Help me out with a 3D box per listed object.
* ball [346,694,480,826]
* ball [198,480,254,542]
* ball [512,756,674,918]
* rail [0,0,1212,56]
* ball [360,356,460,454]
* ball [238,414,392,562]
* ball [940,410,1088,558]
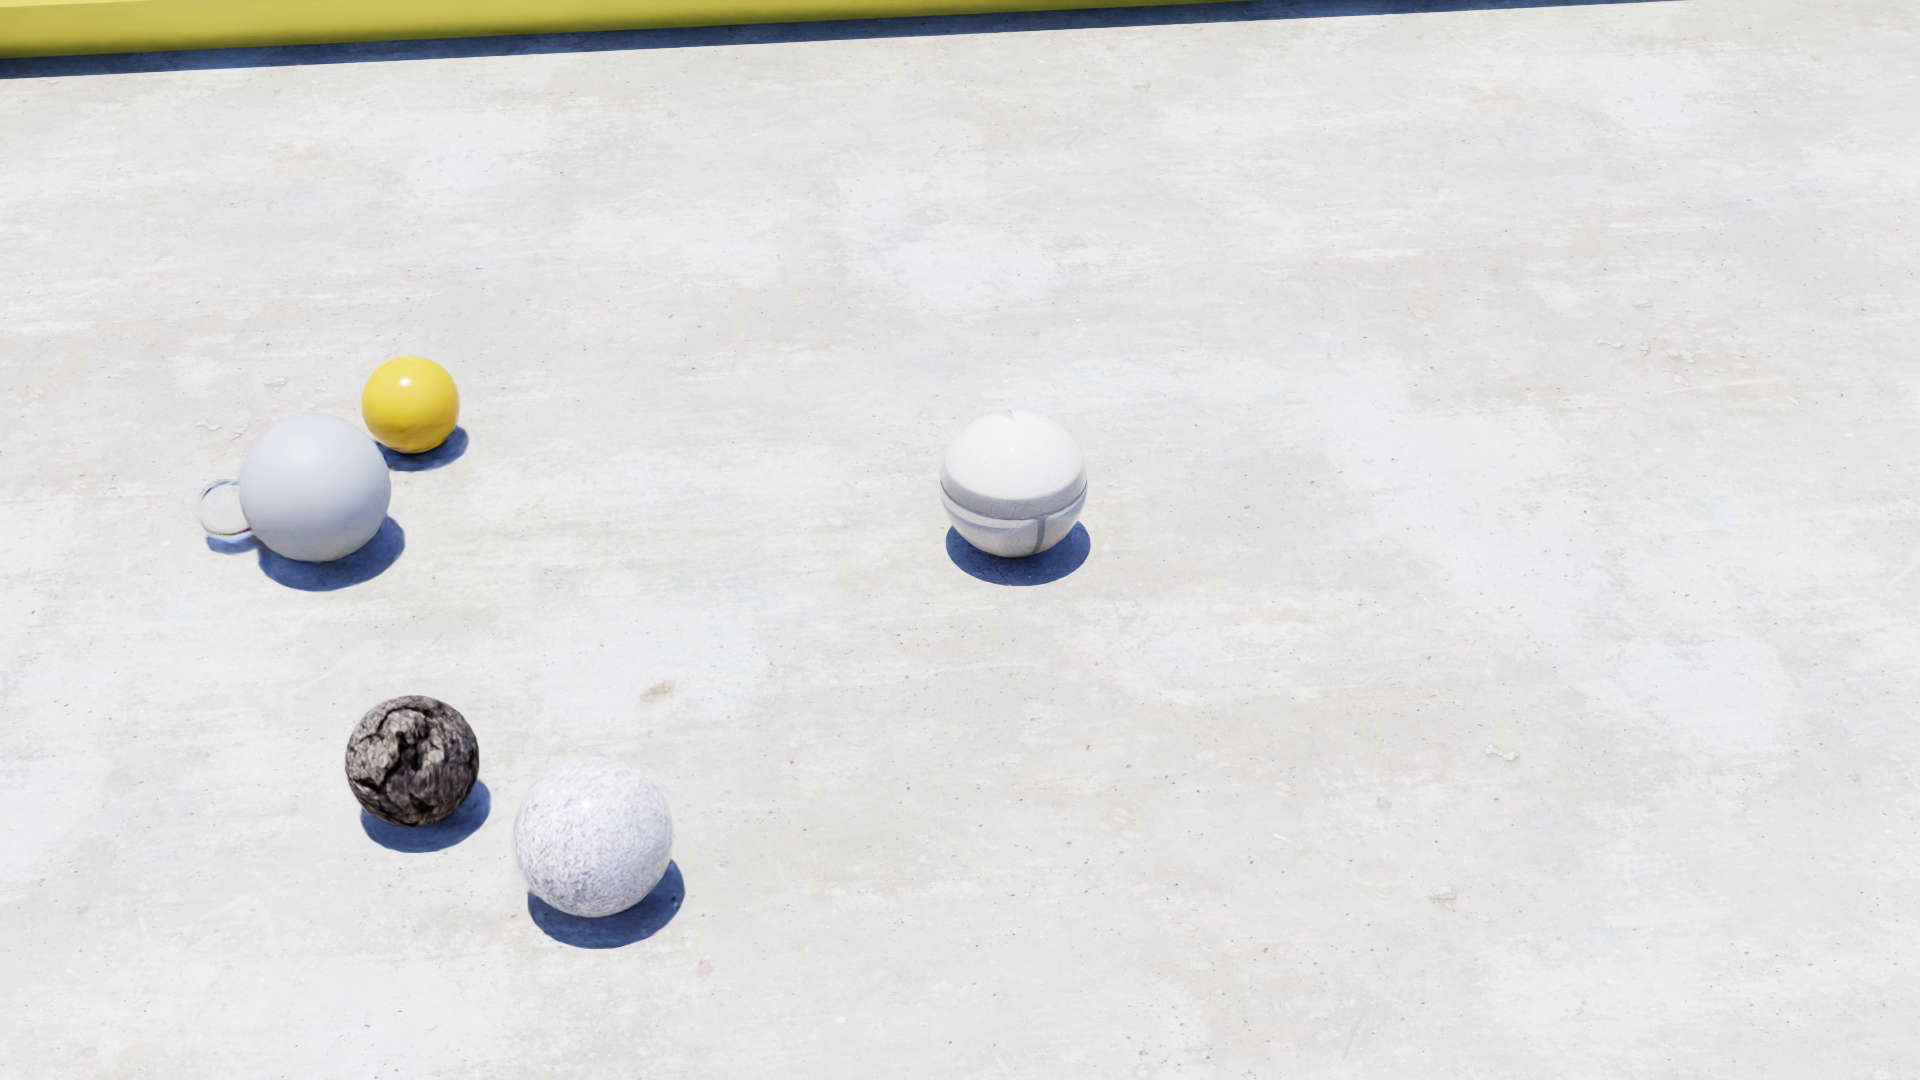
[{"bbox_3d":[-0.307,0.124,1.438,0.074,0.074,0.074,0,36,0],"label":"ball"},{"bbox_3d":[-0.473,-0.018,1.661,0.040,0.040,0.040,0,36,0],"label":"ball"},{"bbox_3d":[-0.197,0.159,1.379,0.086,0.086,0.086,0,36,0],"label":"ball"},{"bbox_3d":[0.729,-0.561,2.333,3.298,0.123,0.045,-4,36,-5],"label":"rail"},{"bbox_3d":[-0.372,-0.092,1.739,0.067,0.067,0.067,0,36,0],"label":"ball"},{"bbox_3d":[-0.411,-0.033,1.635,0.095,0.095,0.095,0,36,0],"label":"ball"},{"bbox_3d":[0.034,-0.036,1.639,0.095,0.095,0.095,0,36,0],"label":"ball"}]
